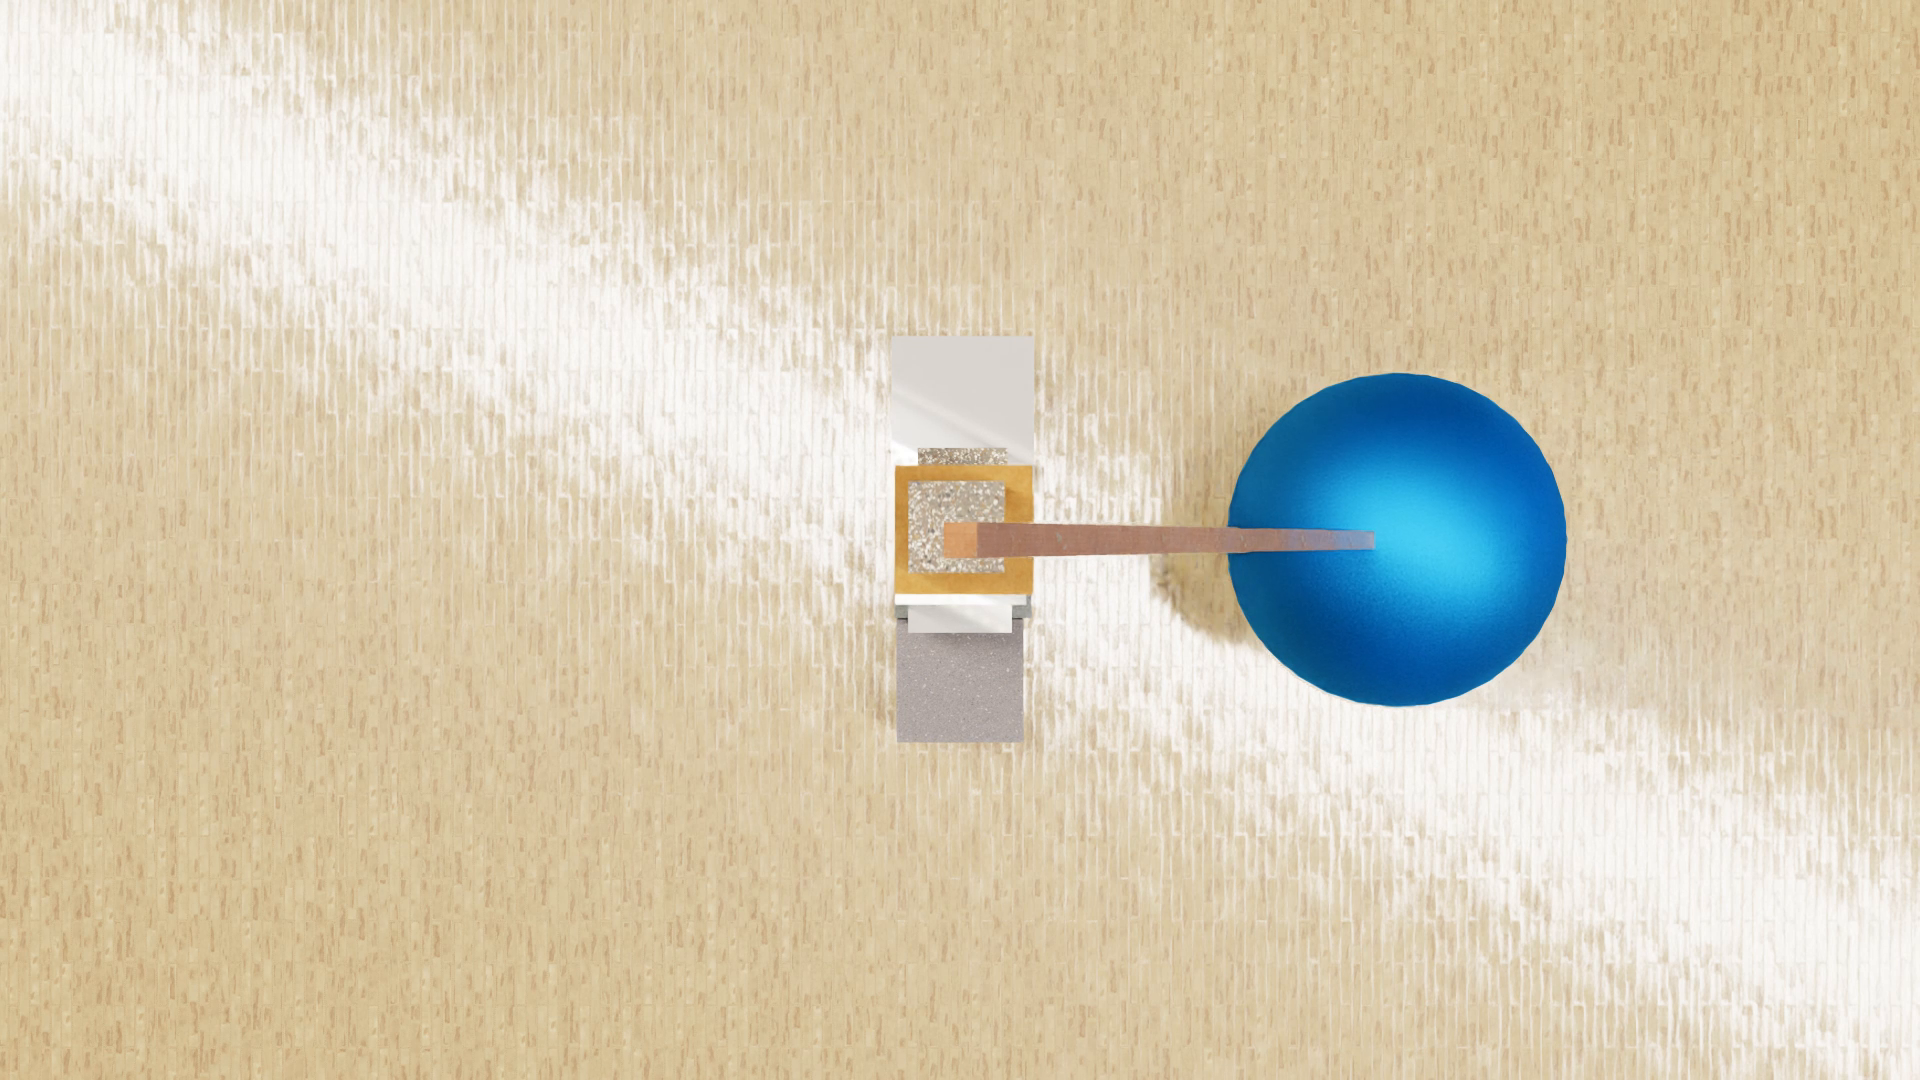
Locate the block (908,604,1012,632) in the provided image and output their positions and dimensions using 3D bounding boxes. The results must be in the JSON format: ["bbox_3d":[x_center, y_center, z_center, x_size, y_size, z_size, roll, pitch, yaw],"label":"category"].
[{"bbox_3d":[0.000,0.249,11.989,0.551,0.551,0.490,0,90,0],"label":"block"}]

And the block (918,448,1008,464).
[{"bbox_3d":[0.013,-0.250,12.011,0.482,0.507,0.487,0,90,0],"label":"block"}]

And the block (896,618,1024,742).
[{"bbox_3d":[0.000,0.792,12.679,0.712,0.642,0.692,0,90,0],"label":"block"}]

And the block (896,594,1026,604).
[{"bbox_3d":[0.004,-0.008,11.412,0.659,0.604,0.677,0,89,0],"label":"block"}]

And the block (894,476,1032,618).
[{"bbox_3d":[0.018,0.042,12.632,0.765,0.736,0.788,0,90,0],"label":"block"}]

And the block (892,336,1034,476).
[{"bbox_3d":[0.016,-0.750,12.638,0.797,0.724,0.775,0,90,0],"label":"block"}]

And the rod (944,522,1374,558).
[{"bbox_3d":[0.899,0.000,7.314,0.080,5.200,0.080,0,90,20],"label":"rod"}]

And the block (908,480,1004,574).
[{"bbox_3d":[-0.014,-0.052,9.673,0.414,0.431,0.396,0,89,0],"label":"block"}]

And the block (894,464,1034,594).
[{"bbox_3d":[0.018,-0.037,10.252,0.621,0.726,0.582,0,89,0],"label":"block"}]

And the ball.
[{"bbox_3d":[2.074,0.000,10.504,1.600,1.600,1.600,0,90,0],"label":"ball"}]
